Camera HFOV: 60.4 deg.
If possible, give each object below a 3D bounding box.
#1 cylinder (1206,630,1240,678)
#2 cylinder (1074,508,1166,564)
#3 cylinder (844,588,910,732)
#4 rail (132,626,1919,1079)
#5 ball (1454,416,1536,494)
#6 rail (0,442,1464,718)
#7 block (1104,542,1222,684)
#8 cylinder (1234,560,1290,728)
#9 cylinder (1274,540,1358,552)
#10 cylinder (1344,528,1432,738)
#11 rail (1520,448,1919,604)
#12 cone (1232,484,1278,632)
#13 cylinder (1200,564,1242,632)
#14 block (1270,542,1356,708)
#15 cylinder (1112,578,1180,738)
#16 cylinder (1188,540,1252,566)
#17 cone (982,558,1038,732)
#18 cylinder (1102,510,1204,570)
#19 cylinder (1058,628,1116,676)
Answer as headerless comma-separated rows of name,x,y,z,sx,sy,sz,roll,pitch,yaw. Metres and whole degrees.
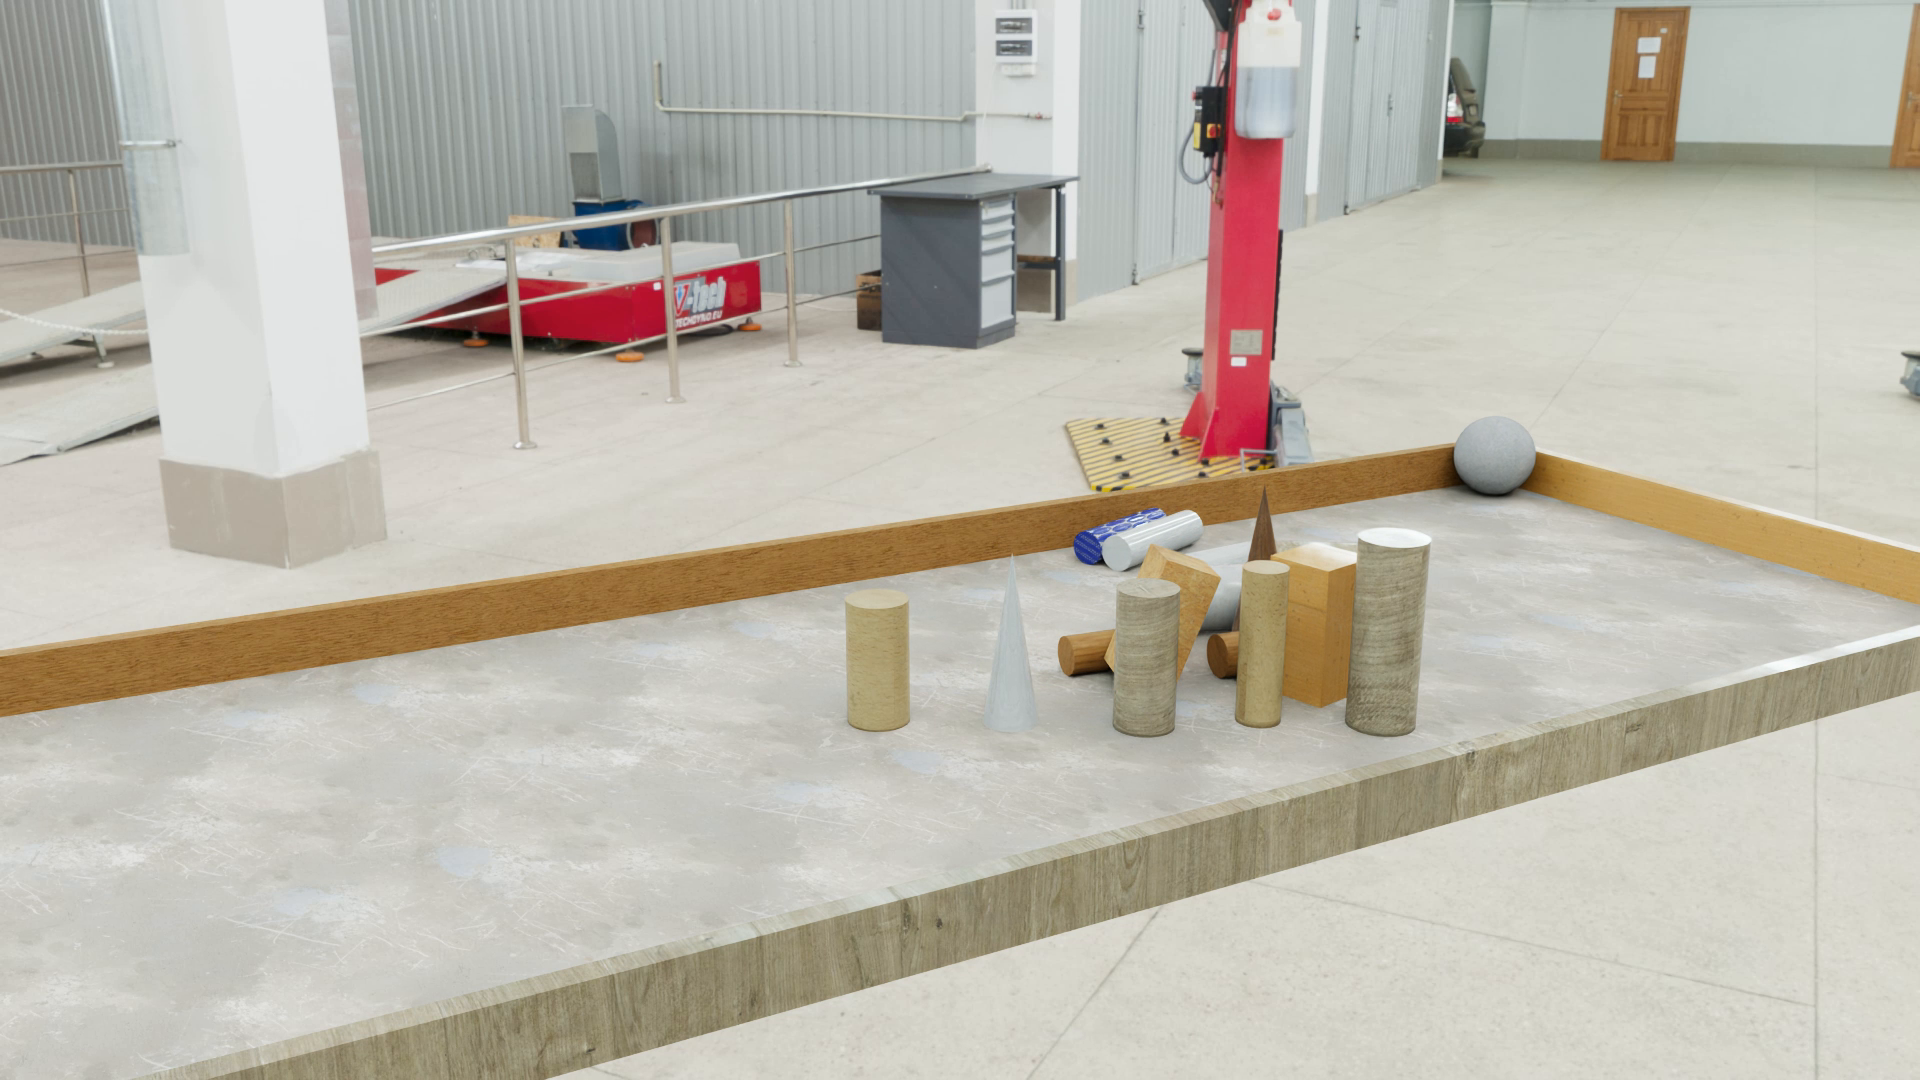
cylinder,0.818,0.274,4.224,0.361,0.112,0.112,-6,18,-21
cylinder,0.514,-0.015,5.219,0.105,0.105,0.372,14,21,39
cylinder,-0.192,0.281,3.864,0.149,0.302,0.149,0,16,0
rail,-2.336,1.006,1.665,12.000,0.150,0.050,-9,18,-27
ball,1.906,-0.302,5.883,0.281,0.281,0.281,0,16,0
rail,-3.305,0.497,3.399,12.000,0.150,0.050,-9,18,-27
block,0.497,0.195,4.072,0.146,0.318,0.146,18,12,-14
cylinder,0.705,0.244,3.853,0.108,0.379,0.108,0,16,0
cylinder,1.050,0.091,4.736,0.336,0.173,0.173,2,17,8
cylinder,0.989,0.213,3.819,0.162,0.457,0.162,0,16,0
rail,2.466,-0.048,5.253,0.050,0.150,2.100,-9,18,-27
cone,0.792,0.069,4.316,0.173,0.449,0.173,-2,17,0
cylinder,0.783,0.154,4.513,0.414,0.179,0.179,-2,17,-8
block,0.875,0.206,4.041,0.172,0.346,0.172,-14,21,-39
cylinder,0.432,0.272,3.825,0.146,0.340,0.146,0,16,0
cylinder,0.765,0.084,4.847,0.380,0.126,0.126,-10,19,-32
cone,0.120,0.229,3.838,0.132,0.417,0.132,0,16,0
cylinder,0.606,-0.001,5.162,0.111,0.111,0.392,14,21,39
cylinder,0.412,0.277,4.232,0.309,0.101,0.101,-6,18,-21
